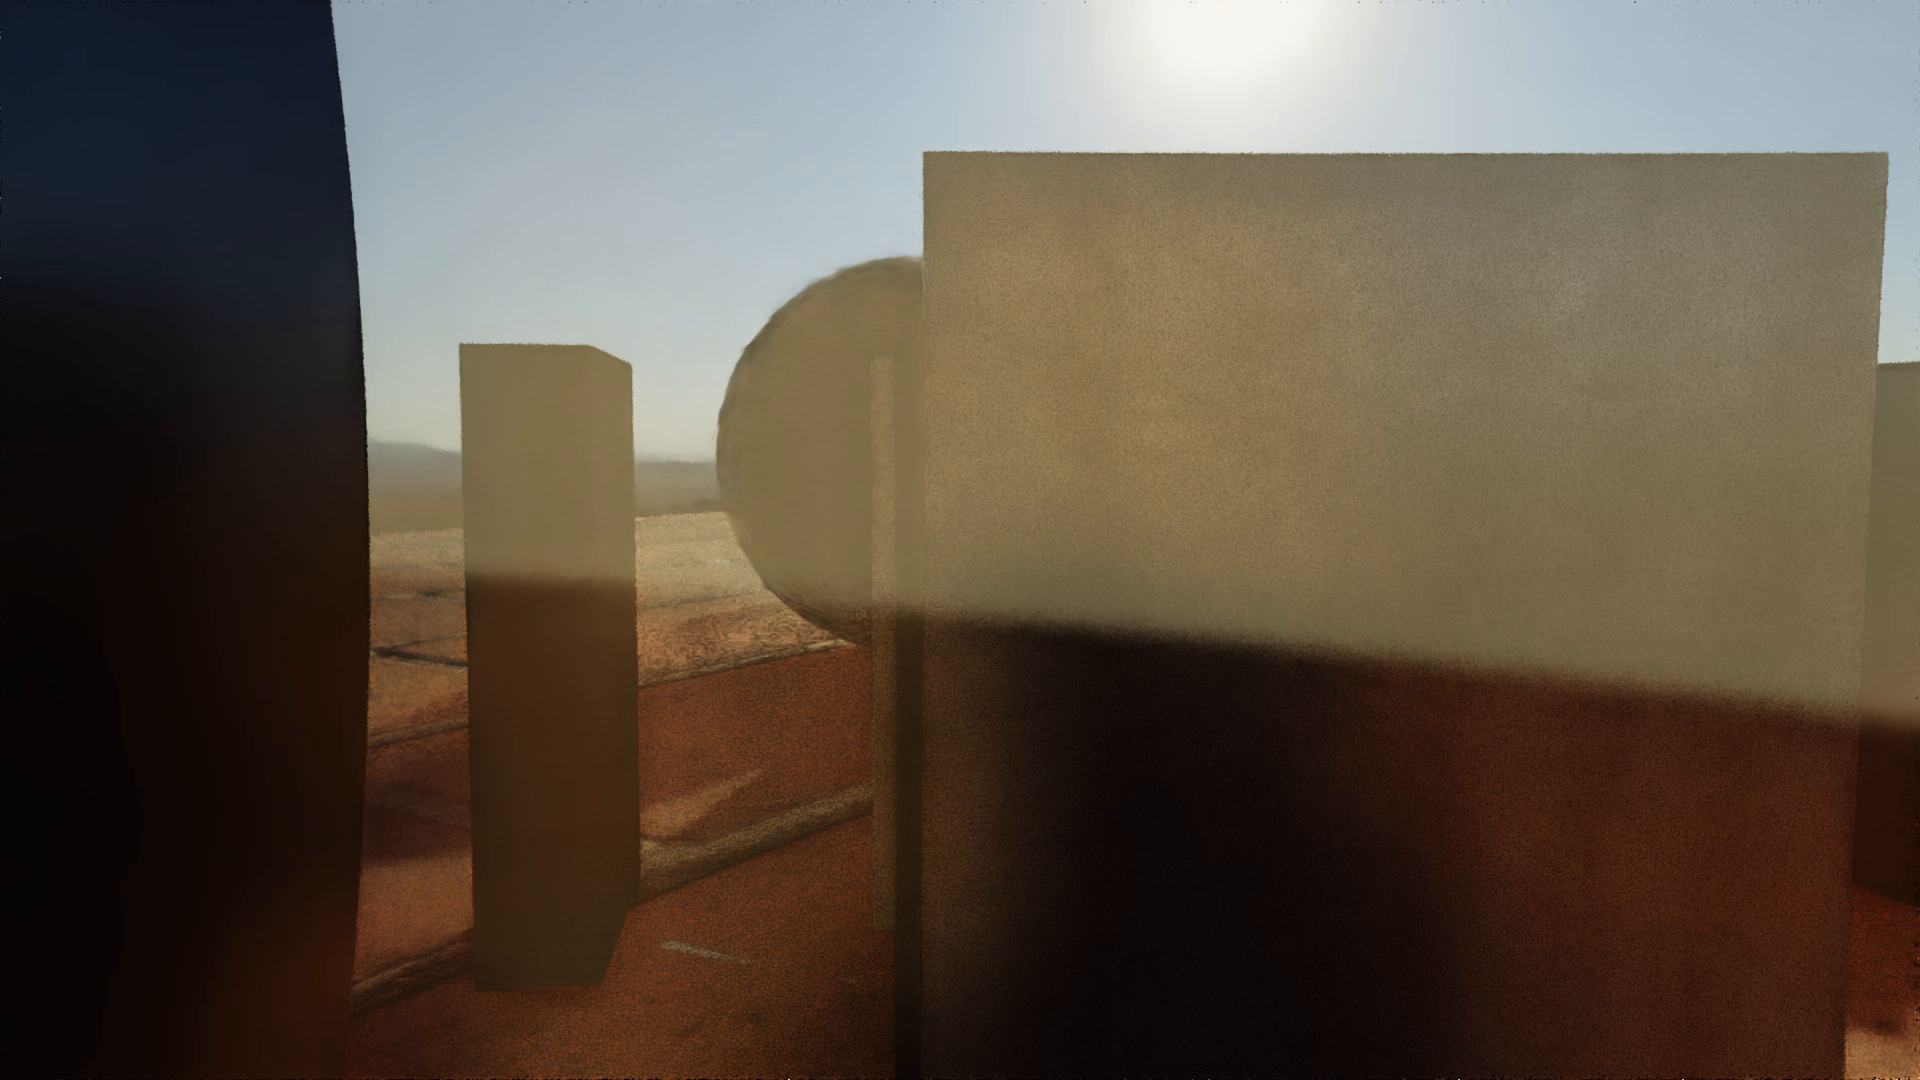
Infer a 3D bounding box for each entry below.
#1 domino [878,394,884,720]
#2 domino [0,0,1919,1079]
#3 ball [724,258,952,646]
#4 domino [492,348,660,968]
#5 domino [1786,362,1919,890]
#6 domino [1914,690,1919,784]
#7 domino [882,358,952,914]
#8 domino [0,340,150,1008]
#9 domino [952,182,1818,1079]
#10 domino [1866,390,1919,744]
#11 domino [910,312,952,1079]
[{"bbox_3d":[0.000,0.002,0.201,0.025,0.050,0.009,0,4,0],"label":"domino"},{"bbox_3d":[0.009,0.017,0.006,0.025,0.050,0.009,1,4,12],"label":"domino"},{"bbox_3d":[-0.008,-0.017,0.265,0.080,0.080,0.080,0,4,0],"label":"ball"},{"bbox_3d":[-0.034,0.009,0.115,0.009,0.050,0.025,-1,4,-7],"label":"domino"},{"bbox_3d":[0.090,0.008,0.134,0.009,0.050,0.025,-1,4,-14],"label":"domino"},{"bbox_3d":[0.131,0.006,0.152,0.010,0.050,0.025,-3,5,-38],"label":"domino"},{"bbox_3d":[0.005,0.009,0.120,0.025,0.050,0.010,0,4,-5],"label":"domino"},{"bbox_3d":[-0.078,0.010,0.106,0.010,0.050,0.025,-1,4,-15],"label":"domino"},{"bbox_3d":[0.012,0.014,0.044,0.025,0.050,0.009,0,4,-1],"label":"domino"},{"bbox_3d":[0.147,0.004,0.185,0.025,0.050,0.009,0,4,-6],"label":"domino"},{"bbox_3d":[0.010,0.011,0.081,0.025,0.050,0.010,0,4,-6],"label":"domino"}]
